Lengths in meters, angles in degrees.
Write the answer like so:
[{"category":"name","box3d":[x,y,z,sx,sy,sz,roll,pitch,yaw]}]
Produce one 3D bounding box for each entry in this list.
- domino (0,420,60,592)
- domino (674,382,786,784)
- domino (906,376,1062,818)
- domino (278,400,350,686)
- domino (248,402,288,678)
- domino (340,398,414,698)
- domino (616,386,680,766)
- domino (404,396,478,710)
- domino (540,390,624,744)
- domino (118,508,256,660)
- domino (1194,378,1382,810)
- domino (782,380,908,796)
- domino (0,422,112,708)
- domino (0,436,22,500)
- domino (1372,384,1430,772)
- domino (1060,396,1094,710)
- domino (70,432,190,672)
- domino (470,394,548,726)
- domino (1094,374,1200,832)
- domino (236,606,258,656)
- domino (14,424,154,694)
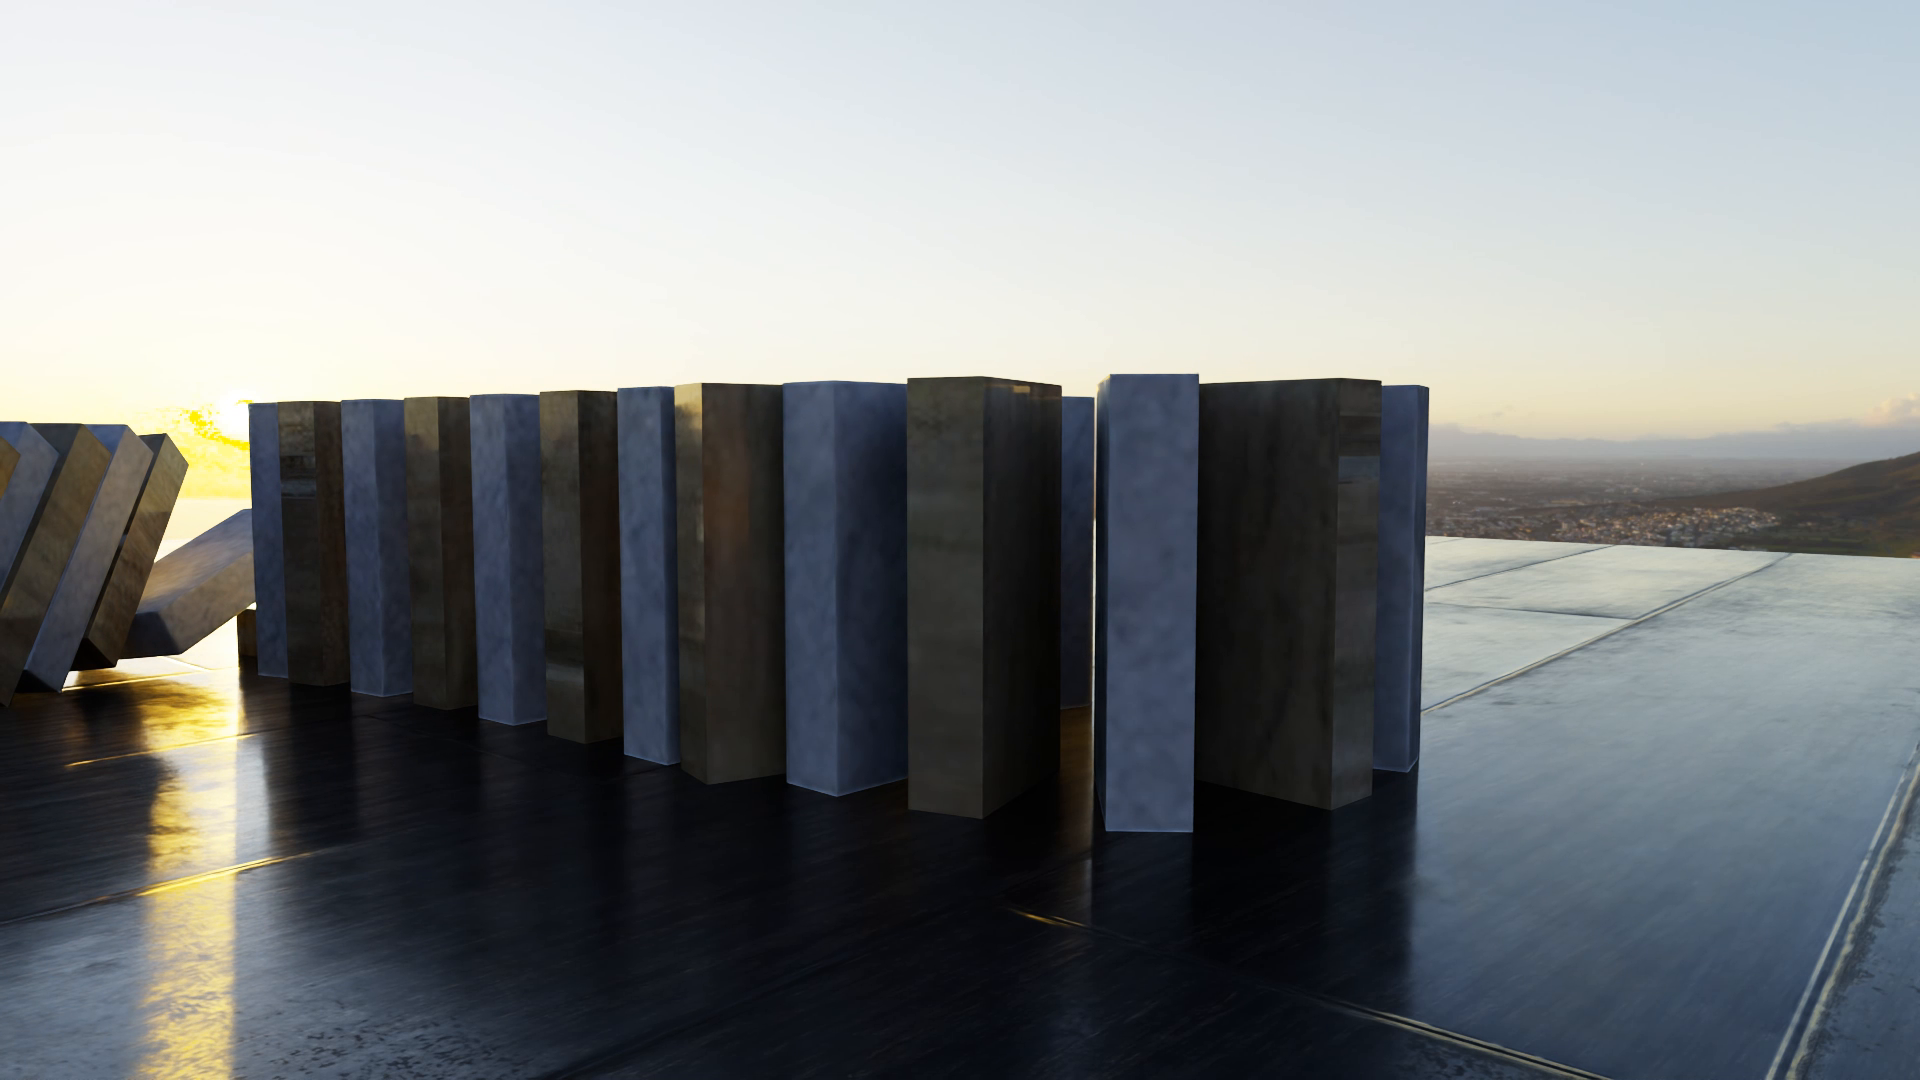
[{"category":"domino","box3d":[-0.168,0.004,0.205,0.025,0.050,0.010,0,-31,-1]},{"category":"domino","box3d":[-0.023,0.005,0.169,0.025,0.050,0.010,-3,5,-32]},{"category":"domino","box3d":[0.004,0.006,0.157,0.010,0.050,0.025,2,5,25]},{"category":"domino","box3d":[-0.110,0.000,0.237,0.010,0.050,0.025,2,5,27]},{"category":"domino","box3d":[-0.120,-0.001,0.244,0.010,0.050,0.025,2,5,25]},{"category":"domino","box3d":[-0.094,0.001,0.227,0.010,0.050,0.025,3,5,34]},{"category":"domino","box3d":[-0.034,0.004,0.181,0.010,0.050,0.025,4,6,40]},{"category":"domino","box3d":[-0.079,0.001,0.216,0.010,0.050,0.025,3,5,36]},{"category":"domino","box3d":[-0.049,0.003,0.193,0.009,0.050,0.025,4,6,40]},{"category":"domino","box3d":[-0.154,0.007,0.265,0.025,0.009,0.050,-5,25,17]},{"category":"domino","box3d":[0.038,0.006,0.160,0.010,0.050,0.025,-4,6,-44]},{"category":"domino","box3d":[-0.010,0.005,0.165,0.010,0.050,0.025,4,6,43]},{"category":"domino","box3d":[-0.167,0.003,0.216,0.025,0.050,0.010,0,-31,-1]},{"category":"domino","box3d":[-0.166,0.005,0.193,0.025,0.050,0.010,0,-31,-1]},{"category":"domino","box3d":[0.049,0.004,0.175,0.025,0.050,0.009,2,5,28]},{"category":"domino","box3d":[0.011,0.001,0.215,0.009,0.050,0.025,-3,5,-32]},{"category":"domino","box3d":[-0.168,0.002,0.243,0.025,0.050,0.009,-5,-39,-4]},{"category":"domino","box3d":[-0.063,0.002,0.205,0.010,0.050,0.025,3,5,38]},{"category":"domino","box3d":[0.021,0.006,0.152,0.009,0.050,0.025,0,4,3]},{"category":"domino","box3d":[-0.125,0.017,0.277,0.025,0.010,0.050,2,5,25]},{"category":"domino","box3d":[-0.166,0.002,0.228,0.025,0.050,0.010,0,-31,-1]}]
